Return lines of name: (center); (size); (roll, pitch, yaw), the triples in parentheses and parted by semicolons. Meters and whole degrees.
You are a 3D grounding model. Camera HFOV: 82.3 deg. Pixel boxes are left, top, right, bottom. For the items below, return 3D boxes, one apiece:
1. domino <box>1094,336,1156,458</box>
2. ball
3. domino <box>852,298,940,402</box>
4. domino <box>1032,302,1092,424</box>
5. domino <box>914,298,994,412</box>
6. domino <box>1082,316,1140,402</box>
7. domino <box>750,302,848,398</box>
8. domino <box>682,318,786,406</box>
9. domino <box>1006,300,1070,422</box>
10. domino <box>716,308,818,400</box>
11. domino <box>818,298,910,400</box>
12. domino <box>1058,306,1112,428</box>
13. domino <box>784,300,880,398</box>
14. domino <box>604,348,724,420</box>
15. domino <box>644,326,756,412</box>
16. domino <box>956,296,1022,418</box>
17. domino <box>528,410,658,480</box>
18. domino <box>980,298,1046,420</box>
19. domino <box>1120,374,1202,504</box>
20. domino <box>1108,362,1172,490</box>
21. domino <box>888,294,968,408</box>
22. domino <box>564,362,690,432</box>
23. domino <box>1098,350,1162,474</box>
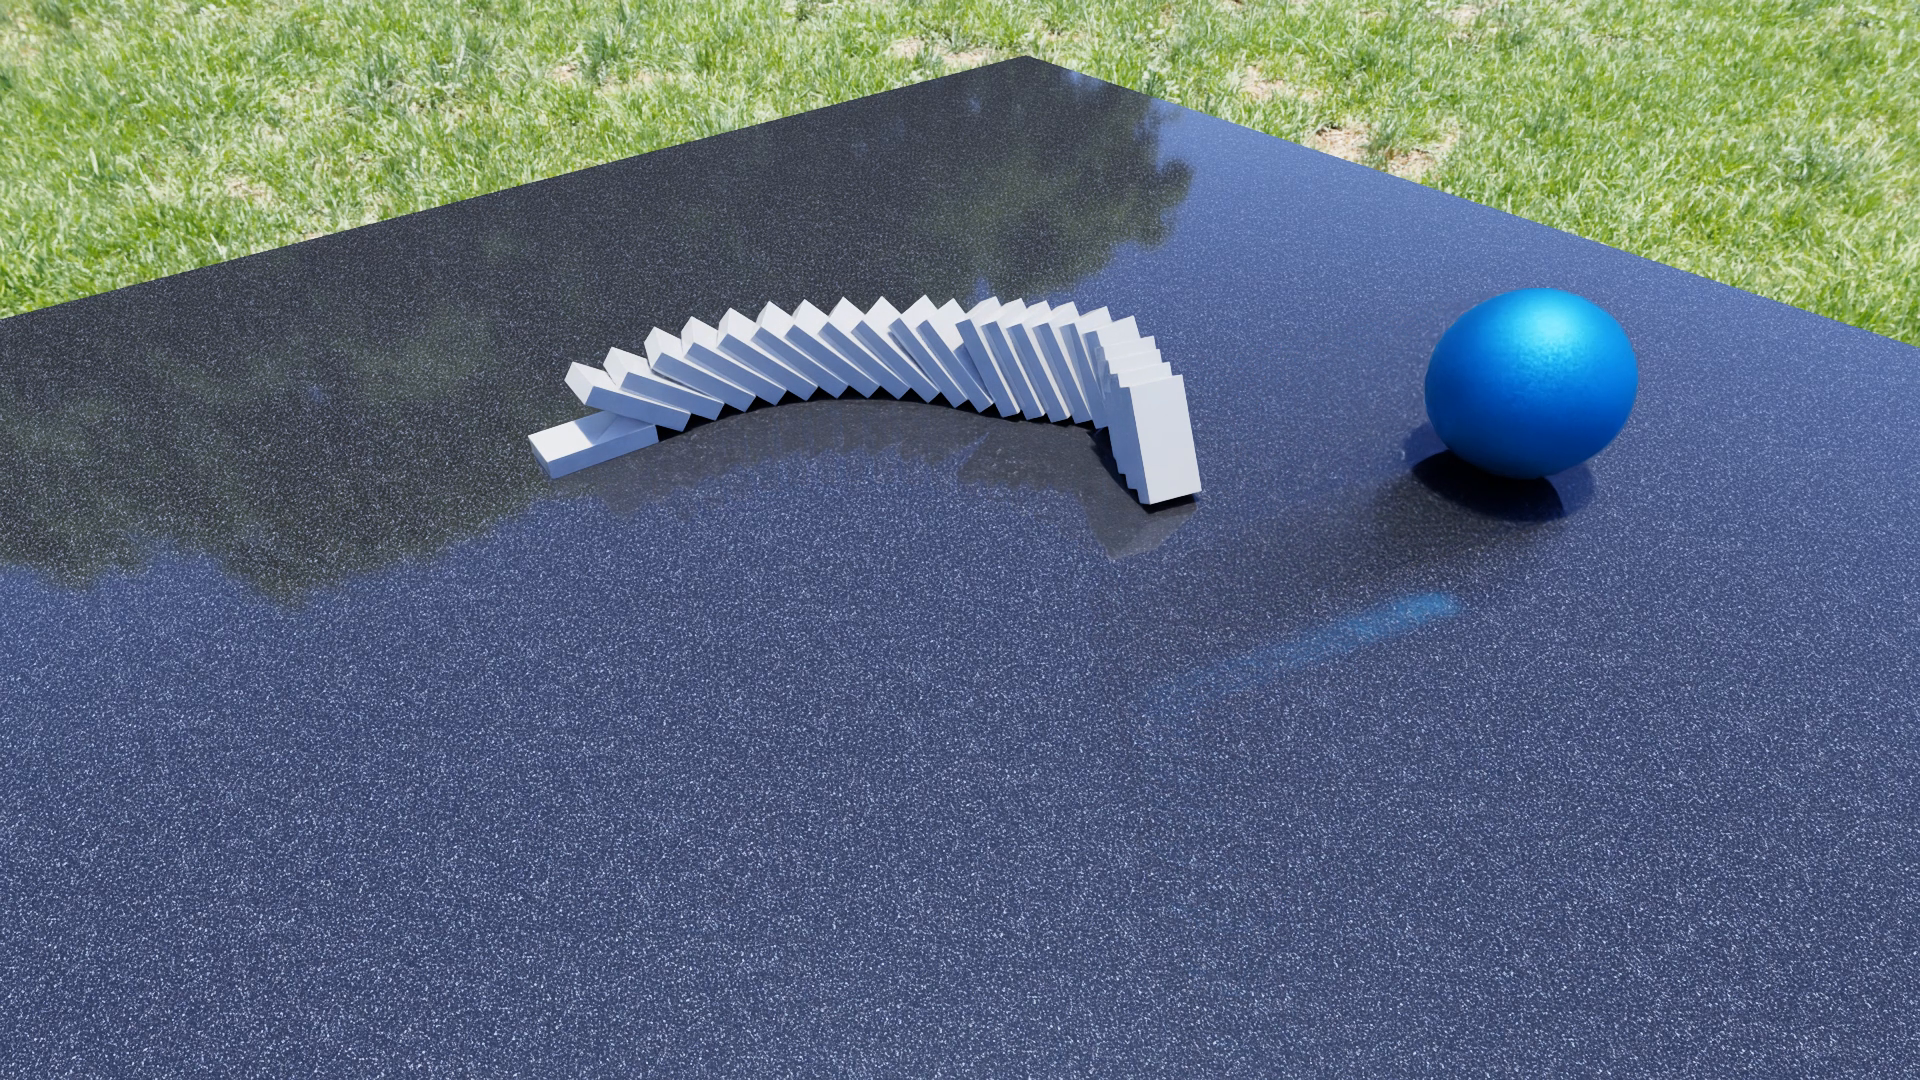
domino: (0.078, -0.064, 0.491); (0.025, 0.050, 0.009); (-14, 9, -17)
ball: (0.241, -0.066, 0.468); (0.080, 0.080, 0.080); (0, 39, 0)
domino: (-0.027, -0.092, 0.532); (0.050, 0.009, 0.025); (42, 41, -13)
domino: (0.053, -0.083, 0.514); (0.009, 0.050, 0.025); (-10, 25, 41)
domino: (0.003, -0.088, 0.525); (0.050, 0.009, 0.025); (52, 46, -9)
domino: (0.075, -0.074, 0.503); (0.025, 0.050, 0.010); (-26, 13, -34)
domino: (-0.076, -0.092, 0.532); (0.050, 0.010, 0.025); (33, 33, -23)
domino: (-0.108, -0.085, 0.524); (0.050, 0.009, 0.025); (26, 27, -33)
domino: (0.042, -0.083, 0.515); (0.010, 0.050, 0.025); (-10, 27, 41)
domino: (-0.092, -0.089, 0.529); (0.050, 0.009, 0.025); (30, 29, -28)
domino: (-0.043, -0.093, 0.534); (0.050, 0.009, 0.025); (38, 38, -16)
domino: (0.065, -0.080, 0.510); (0.025, 0.050, 0.009); (-33, 17, -38)
domino: (-0.060, -0.093, 0.533); (0.050, 0.009, 0.025); (35, 35, -21)
domino: (-0.137, -0.072, 0.510); (0.050, 0.009, 0.025); (16, 23, -43)
domino: (-0.122, -0.080, 0.518); (0.050, 0.009, 0.025); (24, 24, -37)
domino: (0.018, -0.086, 0.518); (0.010, 0.050, 0.025); (-10, 27, 40)
domino: (-0.166, -0.046, 0.499); (0.050, 0.010, 0.025); (-24, 45, -27)
domino: (0.030, -0.085, 0.517); (0.009, 0.050, 0.025); (-10, 27, 41)
domino: (0.085, -0.042, 0.465); (0.025, 0.050, 0.010); (-14, 10, -17)
domino: (0.081, -0.049, 0.474); (0.025, 0.050, 0.009); (-14, 9, -17)
domino: (-0.010, -0.091, 0.529); (0.050, 0.010, 0.025); (50, 46, -11)
domino: (-0.150, -0.065, 0.500); (0.050, 0.009, 0.025); (14, 21, -47)
domino: (0.078, -0.056, 0.482); (0.025, 0.050, 0.010); (-14, 9, -17)
